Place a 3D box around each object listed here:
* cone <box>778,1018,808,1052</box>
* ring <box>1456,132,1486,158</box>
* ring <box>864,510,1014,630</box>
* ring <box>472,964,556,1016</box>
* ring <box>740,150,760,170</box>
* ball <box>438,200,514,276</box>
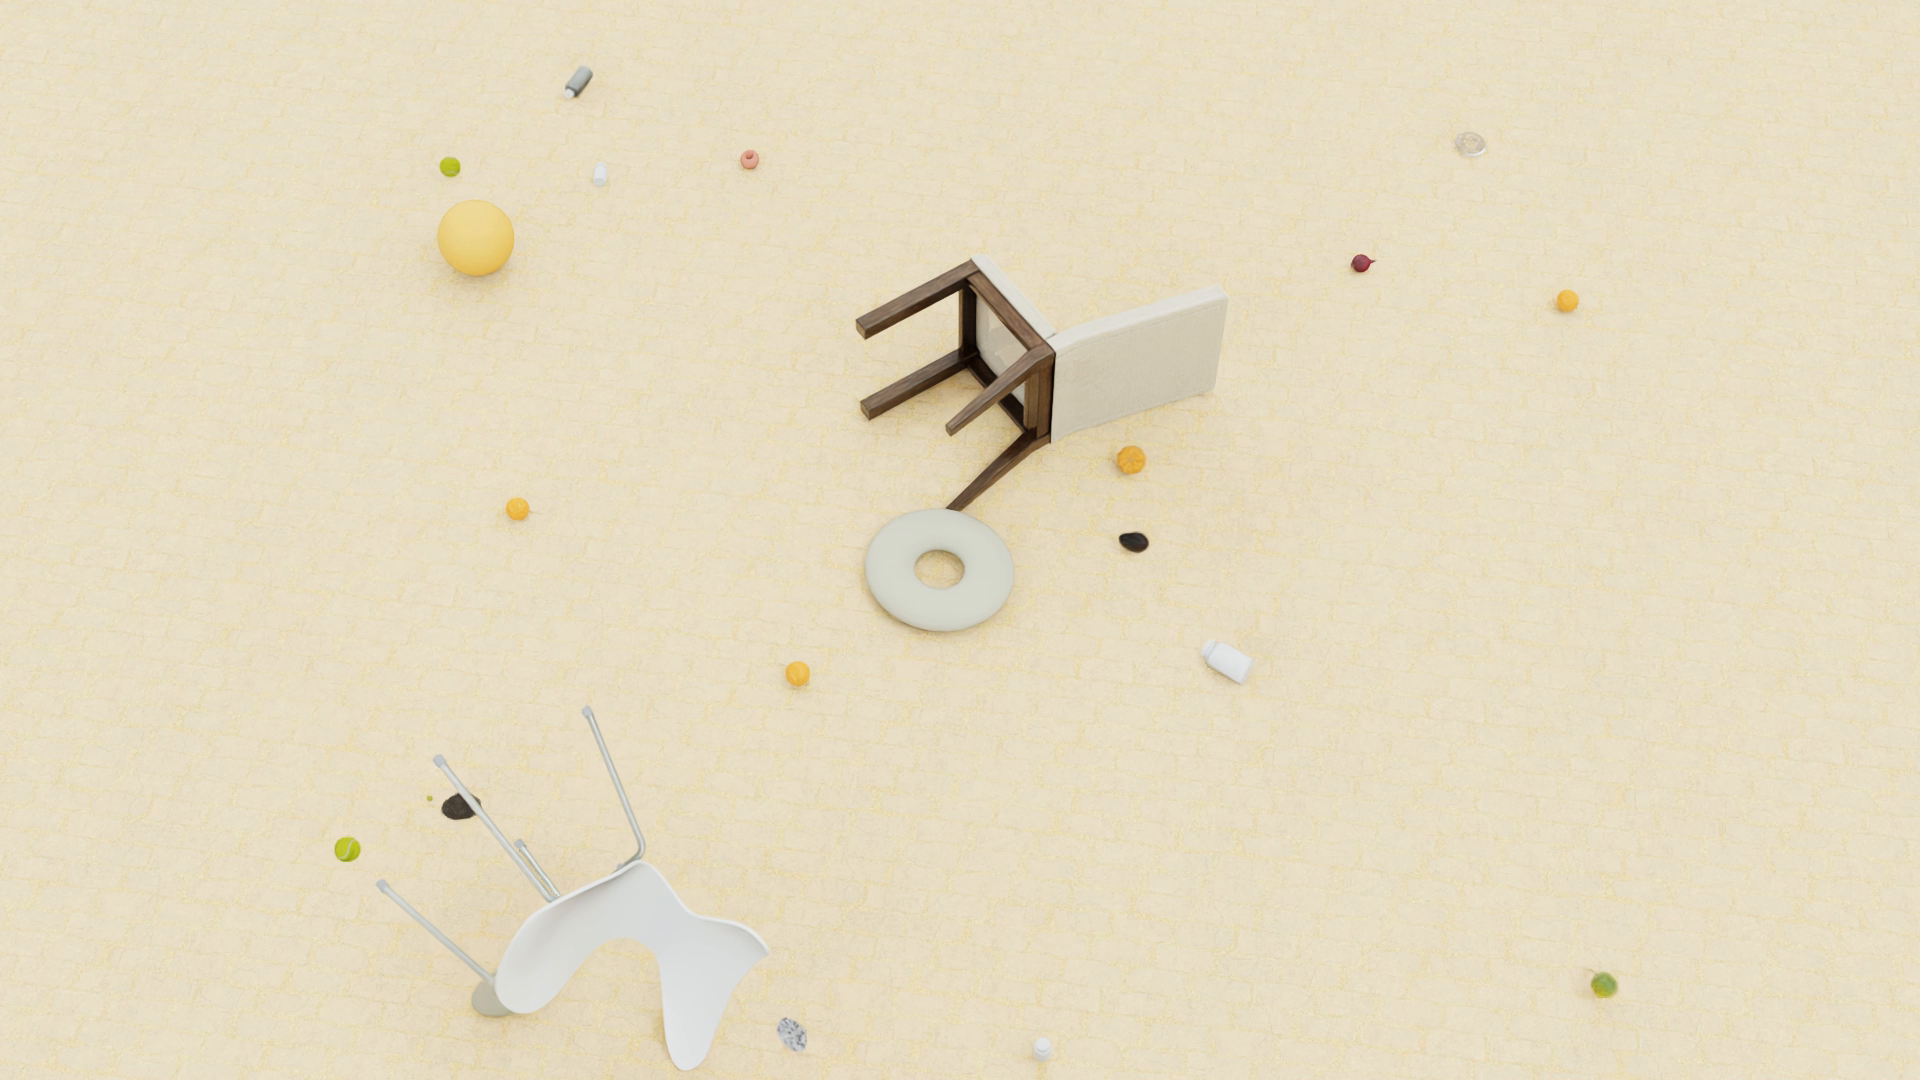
[{"bbox_3d":[-0.416,1.278,5.696,0.111,0.078,0.054,27,18,39],"label":"cone"},{"bbox_3d":[1.733,-1.343,7.462,0.105,0.021,0.116,-4,56,-2],"label":"ring"},{"bbox_3d":[-0.060,0.086,6.473,0.451,0.073,0.417,26,60,17],"label":"ring"},{"bbox_3d":[-1.168,1.176,5.754,0.226,0.052,0.131,-17,59,-10],"label":"ring"},{"bbox_3d":[-0.708,-1.282,7.410,0.062,0.042,0.067,17,60,13],"label":"ring"},{"bbox_3d":[-1.558,-0.973,7.080,0.244,0.244,0.244,0,56,0],"label":"ball"}]
